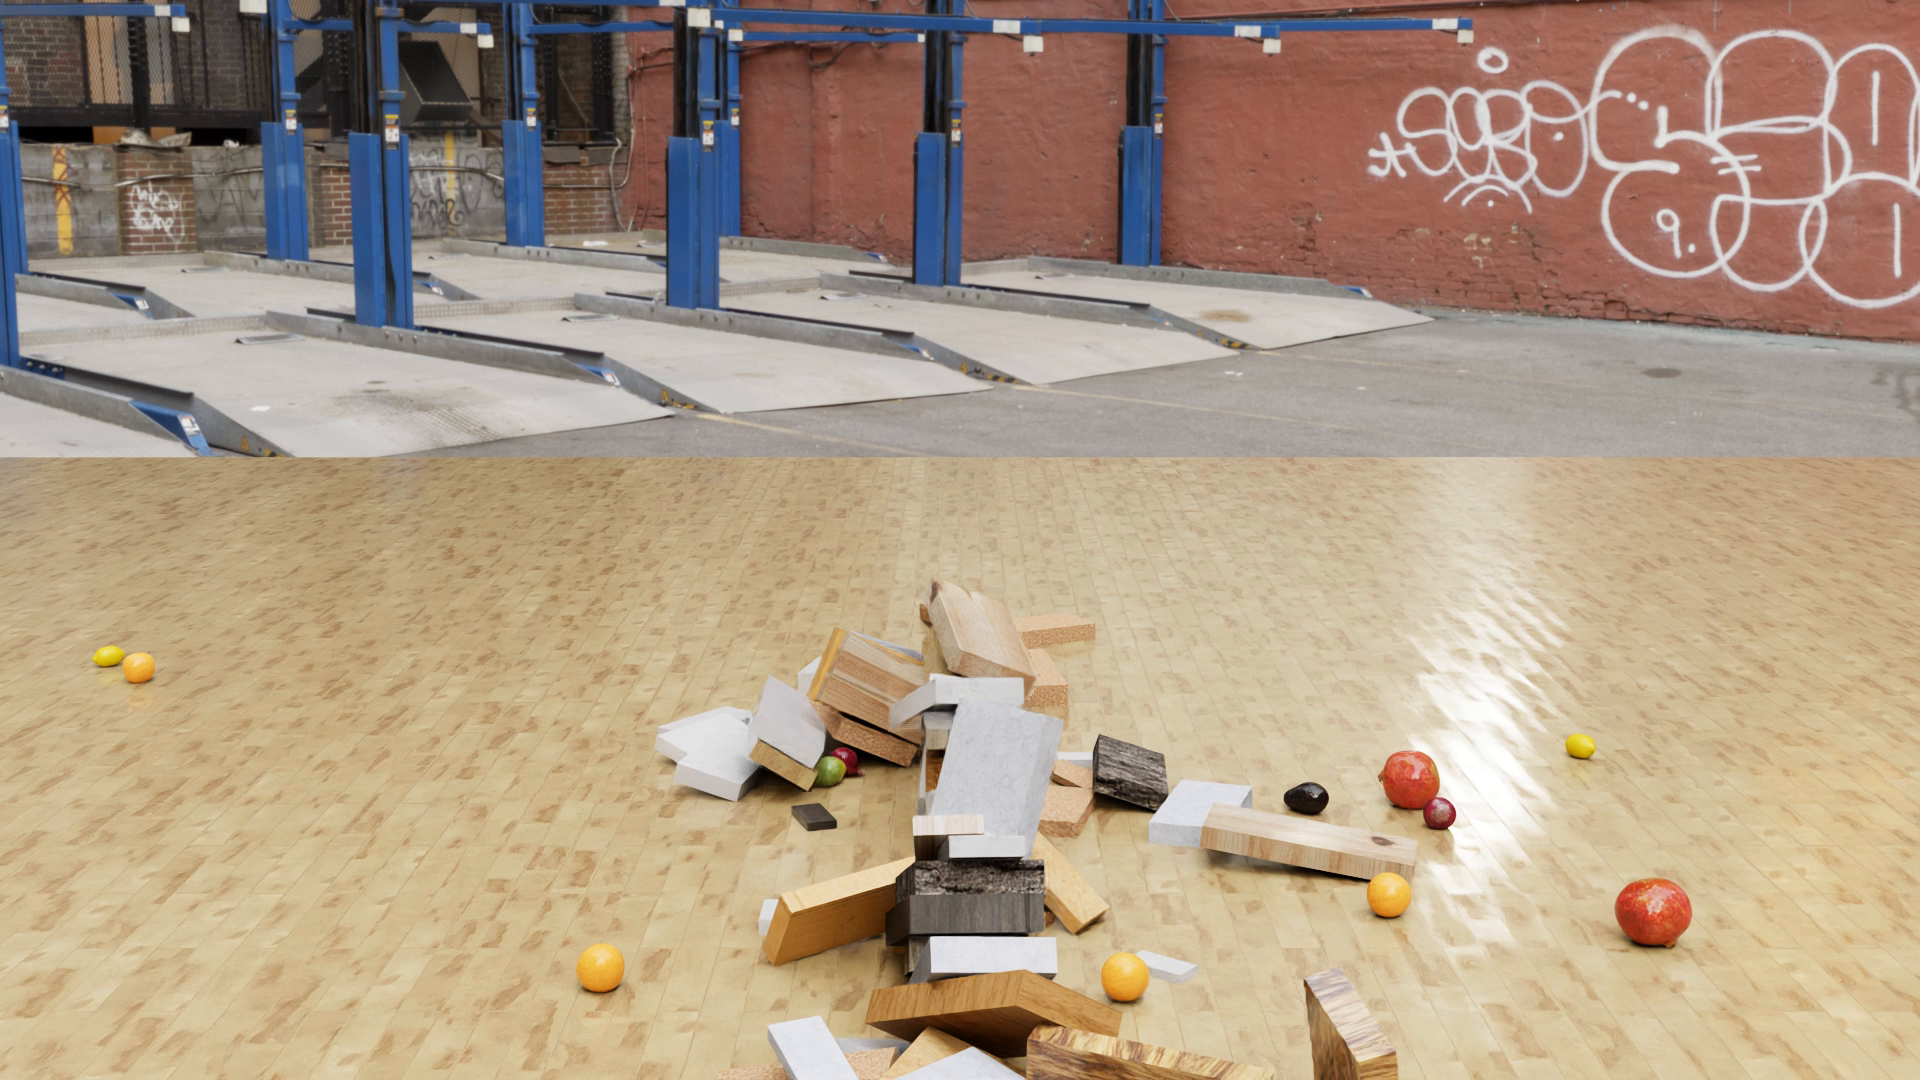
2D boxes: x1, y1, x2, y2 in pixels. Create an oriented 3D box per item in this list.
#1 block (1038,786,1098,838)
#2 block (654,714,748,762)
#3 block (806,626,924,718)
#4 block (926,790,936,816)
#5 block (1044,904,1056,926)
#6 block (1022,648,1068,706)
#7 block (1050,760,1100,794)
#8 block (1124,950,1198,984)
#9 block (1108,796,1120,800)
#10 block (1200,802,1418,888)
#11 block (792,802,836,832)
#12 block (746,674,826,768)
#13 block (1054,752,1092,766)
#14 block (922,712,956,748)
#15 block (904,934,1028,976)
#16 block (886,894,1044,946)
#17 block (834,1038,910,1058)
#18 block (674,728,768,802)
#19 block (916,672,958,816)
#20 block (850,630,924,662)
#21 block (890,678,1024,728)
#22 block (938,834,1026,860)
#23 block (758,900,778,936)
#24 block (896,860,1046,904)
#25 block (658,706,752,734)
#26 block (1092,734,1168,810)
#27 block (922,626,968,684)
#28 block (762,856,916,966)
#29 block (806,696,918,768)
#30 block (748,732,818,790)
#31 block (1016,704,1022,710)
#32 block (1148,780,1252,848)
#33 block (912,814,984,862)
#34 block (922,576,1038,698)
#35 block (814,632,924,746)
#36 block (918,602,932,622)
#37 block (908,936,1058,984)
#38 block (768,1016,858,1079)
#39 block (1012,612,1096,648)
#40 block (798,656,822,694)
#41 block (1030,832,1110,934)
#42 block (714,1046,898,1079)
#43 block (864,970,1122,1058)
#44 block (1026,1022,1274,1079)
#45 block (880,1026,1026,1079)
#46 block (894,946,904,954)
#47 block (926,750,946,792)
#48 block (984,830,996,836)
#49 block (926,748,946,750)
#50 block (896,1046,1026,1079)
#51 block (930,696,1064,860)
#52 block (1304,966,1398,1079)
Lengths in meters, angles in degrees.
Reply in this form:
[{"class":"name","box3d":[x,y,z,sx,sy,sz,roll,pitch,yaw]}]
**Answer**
[{"class":"block","box3d":[0.184,0.501,4.066,0.106,0.030,0.211,3,11,13]},{"class":"block","box3d":[-0.510,0.410,4.477,0.106,0.030,0.211,26,22,29]},{"class":"block","box3d":[-0.141,0.300,4.421,0.301,0.150,0.043,23,-2,-18]},{"class":"block","box3d":[-0.007,0.501,3.640,0.092,0.185,0.026,-8,7,-36]},{"class":"block","box3d":[0.054,0.586,3.548,0.184,0.026,0.092,19,22,40]},{"class":"block","box3d":[0.137,0.314,5.028,0.165,0.047,0.347,-1,11,-7]},{"class":"block","box3d":[0.222,0.461,4.274,0.055,0.016,0.207,-12,12,-22]},{"class":"block","box3d":[0.304,0.646,3.328,0.101,0.014,0.050,9,14,39]},{"class":"block","box3d":[0.311,0.476,4.242,0.055,0.016,0.111,0,11,-1]},{"class":"block","box3d":[0.603,0.525,3.801,0.359,0.039,0.136,9,13,13]},{"class":"block","box3d":[-0.270,0.511,4.053,0.056,0.016,0.112,-4,11,-19]},{"class":"block","box3d":[-0.343,0.359,4.413,0.145,0.041,0.539,31,2,-4]},{"class":"block","box3d":[0.224,0.442,4.426,0.111,0.016,0.055,-1,11,-3]},{"class":"block","box3d":[-0.003,0.321,3.712,0.114,0.032,0.229,0,2,-2]},{"class":"block","box3d":[0.005,0.598,3.159,0.164,0.046,0.328,-1,-12,-3]},{"class":"block","box3d":[-0.002,0.546,3.147,0.178,0.050,0.501,0,-12,-6]},{"class":"block","box3d":[-0.100,0.688,2.955,0.072,0.020,0.143,8,-7,37]},{"class":"block","box3d":[-0.454,0.437,4.299,0.130,0.037,0.261,18,13,8]},{"class":"block","box3d":[0.015,0.392,4.117,0.170,0.048,0.340,9,38,-3]},{"class":"block","box3d":[-0.130,0.297,4.535,0.301,0.150,0.043,21,2,-41]},{"class":"block","box3d":[-0.011,0.292,3.906,0.150,0.043,0.428,1,-11,-12]},{"class":"block","box3d":[0.027,0.439,3.080,0.102,0.029,0.268,0,-12,-4]},{"class":"block","box3d":[-0.225,0.604,3.521,0.185,0.026,0.093,0,11,1]},{"class":"block","box3d":[0.009,0.500,3.173,0.178,0.050,0.356,0,-12,-6]},{"class":"block","box3d":[-0.526,0.394,4.640,0.106,0.030,0.211,8,13,35]},{"class":"block","box3d":[0.326,0.445,4.226,0.136,0.039,0.273,18,10,0]},{"class":"block","box3d":[0.019,0.327,4.321,0.170,0.048,0.340,20,37,-21]},{"class":"block","box3d":[-0.169,0.568,3.389,0.261,0.131,0.037,-11,48,-33]},{"class":"block","box3d":[-0.205,0.374,4.527,0.165,0.047,0.330,23,4,-17]},{"class":"block","box3d":[-0.350,0.407,4.315,0.130,0.037,0.342,31,3,-8]},{"class":"block","box3d":[0.056,0.350,4.667,0.143,0.041,0.675,-14,13,4]},{"class":"block","box3d":[0.444,0.502,4.036,0.136,0.039,0.273,3,11,18]},{"class":"block","box3d":[-0.016,0.451,3.239,0.102,0.029,0.203,-2,-25,-1]},{"class":"block","box3d":[0.036,0.191,4.396,0.170,0.048,0.340,21,18,-18]},{"class":"block","box3d":[-0.129,0.307,4.378,0.286,0.143,0.041,26,-6,-18]},{"class":"block","box3d":[-0.005,0.184,5.611,0.145,0.041,0.290,-5,3,-12]},{"class":"block","box3d":[0.022,0.600,2.970,0.164,0.046,0.328,2,-25,-8]},{"class":"block","box3d":[-0.117,0.722,2.626,0.072,0.020,0.517,-6,23,-22]},{"class":"block","box3d":[0.177,0.229,5.501,0.290,0.041,0.145,-5,12,-27]},{"class":"block","box3d":[-0.187,0.316,5.018,0.330,0.047,0.165,2,11,13]},{"class":"block","box3d":[0.149,0.545,3.539,0.185,0.026,0.093,46,28,17]},{"class":"block","box3d":[-0.204,0.706,2.815,0.240,0.034,0.120,-10,11,9]},{"class":"block","box3d":[0.039,0.619,2.847,0.164,0.046,0.328,29,-30,-28]},{"class":"block","box3d":[0.228,0.690,2.672,0.297,0.148,0.042,7,20,20]},{"class":"block","box3d":[-0.021,0.693,2.701,0.149,0.042,0.297,22,12,12]},{"class":"block","box3d":[-0.063,0.625,3.442,0.050,0.014,0.101,4,11,19]},{"class":"block","box3d":[0.000,0.466,3.703,0.114,0.229,0.032,0,15,0]},{"class":"block","box3d":[-0.007,0.530,3.387,0.102,0.203,0.029,23,27,-20]},{"class":"block","box3d":[-0.003,0.443,3.833,0.114,0.229,0.032,0,26,0]},{"class":"block","box3d":[-0.005,0.679,2.578,0.148,0.042,0.297,26,13,27]},{"class":"block","box3d":[0.039,0.441,3.509,0.178,0.355,0.050,9,-8,39]},{"class":"block","box3d":[0.435,0.643,2.388,0.041,0.337,0.145,-15,28,-9]}]
